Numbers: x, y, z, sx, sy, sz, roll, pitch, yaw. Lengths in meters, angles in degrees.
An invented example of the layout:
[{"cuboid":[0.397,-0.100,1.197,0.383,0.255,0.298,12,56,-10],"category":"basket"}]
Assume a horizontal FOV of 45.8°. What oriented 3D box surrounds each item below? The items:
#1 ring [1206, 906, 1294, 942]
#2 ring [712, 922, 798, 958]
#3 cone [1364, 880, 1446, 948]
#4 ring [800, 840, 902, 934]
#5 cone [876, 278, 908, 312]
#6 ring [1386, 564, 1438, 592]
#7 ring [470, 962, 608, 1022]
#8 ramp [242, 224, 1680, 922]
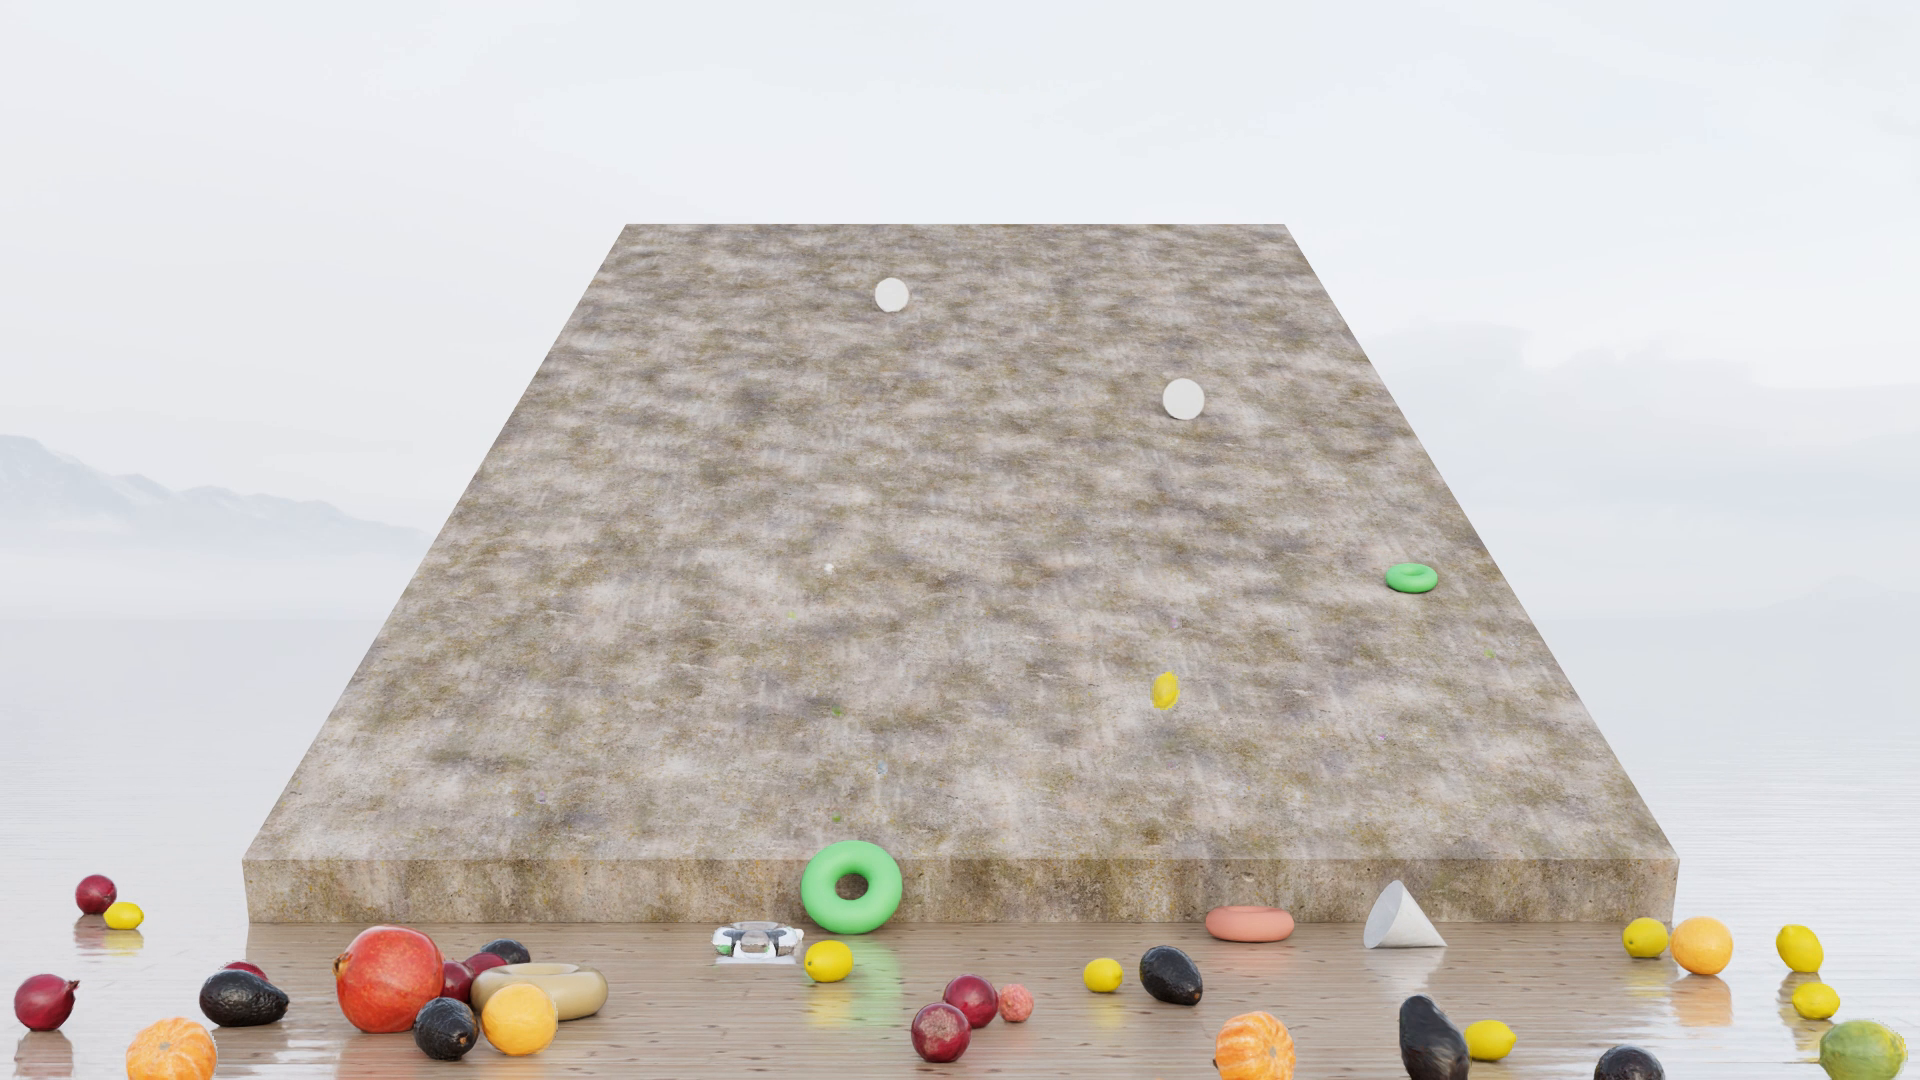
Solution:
[{"cuboid":[0.388,0.513,3.045,0.118,0.039,0.118,1,-3,0],"category":"ring"},{"cuboid":[-0.262,0.511,2.904,0.109,0.036,0.109,0,-1,0],"category":"ring"},{"cuboid":[0.594,0.508,2.963,0.097,0.097,0.097,27,-5,-6],"category":"cone"},{"cuboid":[-0.148,0.475,3.114,0.140,0.140,0.047,0,-37,2],"category":"ring"},{"cuboid":[-0.186,-0.634,5.979,0.089,0.089,0.089,0,-7,-11],"category":"cone"},{"cuboid":[0.818,0.069,4.123,0.094,0.031,0.094,-1,21,0],"category":"ring"},{"cuboid":[-0.456,0.490,2.468,0.148,0.049,0.148,0,-3,0],"category":"ring"},{"cuboid":[-0.005,-0.211,5.053,2.000,0.100,4.000,0,21,0],"category":"ramp"}]
